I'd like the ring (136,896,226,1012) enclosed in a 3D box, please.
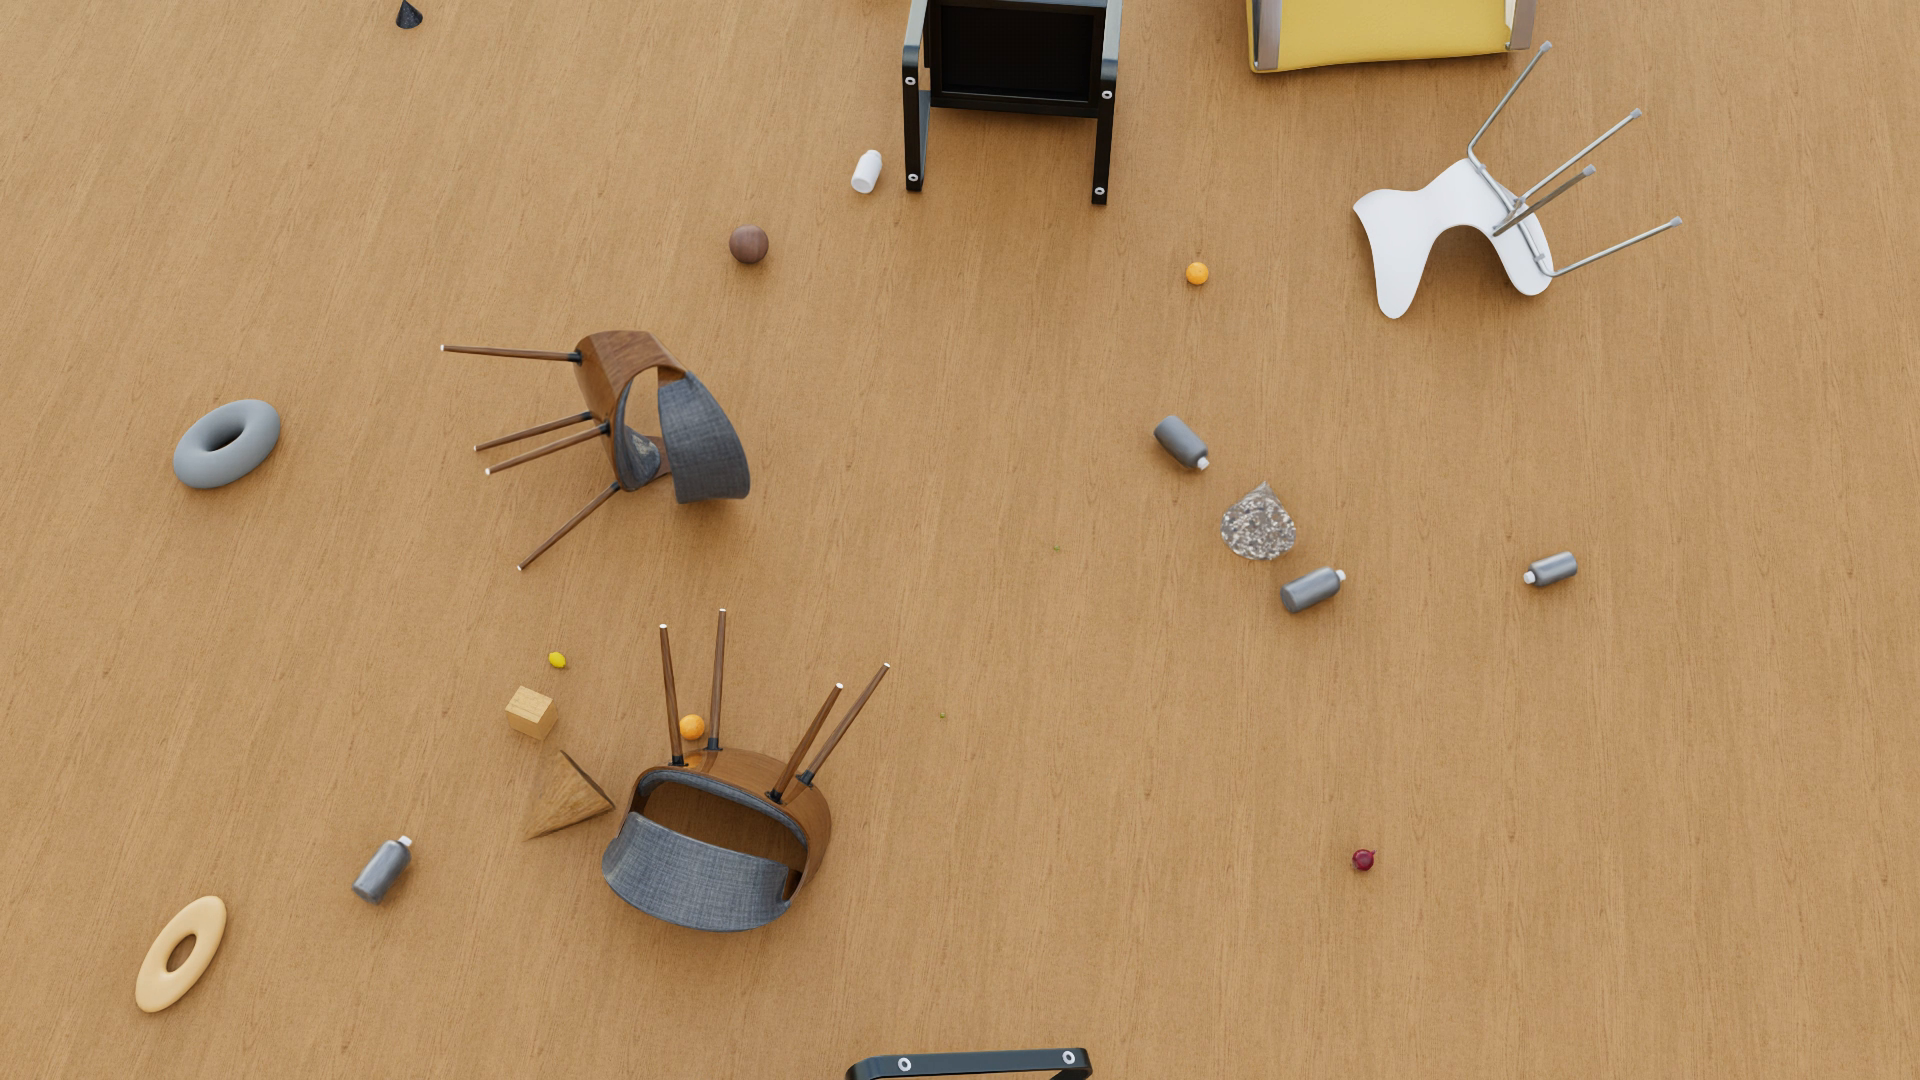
[{"bbox_3d":[-2.057,1.091,5.810,0.165,0.053,0.350,18,57,13],"label":"ring"}]

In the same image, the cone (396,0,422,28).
[{"bbox_3d":[-1.958,-1.879,7.778,0.096,0.094,0.103,14,57,9],"label":"cone"}]

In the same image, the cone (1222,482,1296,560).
[{"bbox_3d":[0.906,-0.104,6.584,0.221,0.209,0.276,22,36,-2],"label":"cone"}]

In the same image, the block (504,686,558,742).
[{"bbox_3d":[-1.204,0.488,6.184,0.105,0.103,0.085,21,59,14],"label":"block"}]

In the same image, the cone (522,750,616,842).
[{"bbox_3d":[-1.113,0.741,6.032,0.249,0.153,0.228,-44,77,-6],"label":"cone"}]

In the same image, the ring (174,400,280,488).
[{"bbox_3d":[-2.230,-0.293,6.693,0.220,0.132,0.356,39,65,24],"label":"ring"}]
